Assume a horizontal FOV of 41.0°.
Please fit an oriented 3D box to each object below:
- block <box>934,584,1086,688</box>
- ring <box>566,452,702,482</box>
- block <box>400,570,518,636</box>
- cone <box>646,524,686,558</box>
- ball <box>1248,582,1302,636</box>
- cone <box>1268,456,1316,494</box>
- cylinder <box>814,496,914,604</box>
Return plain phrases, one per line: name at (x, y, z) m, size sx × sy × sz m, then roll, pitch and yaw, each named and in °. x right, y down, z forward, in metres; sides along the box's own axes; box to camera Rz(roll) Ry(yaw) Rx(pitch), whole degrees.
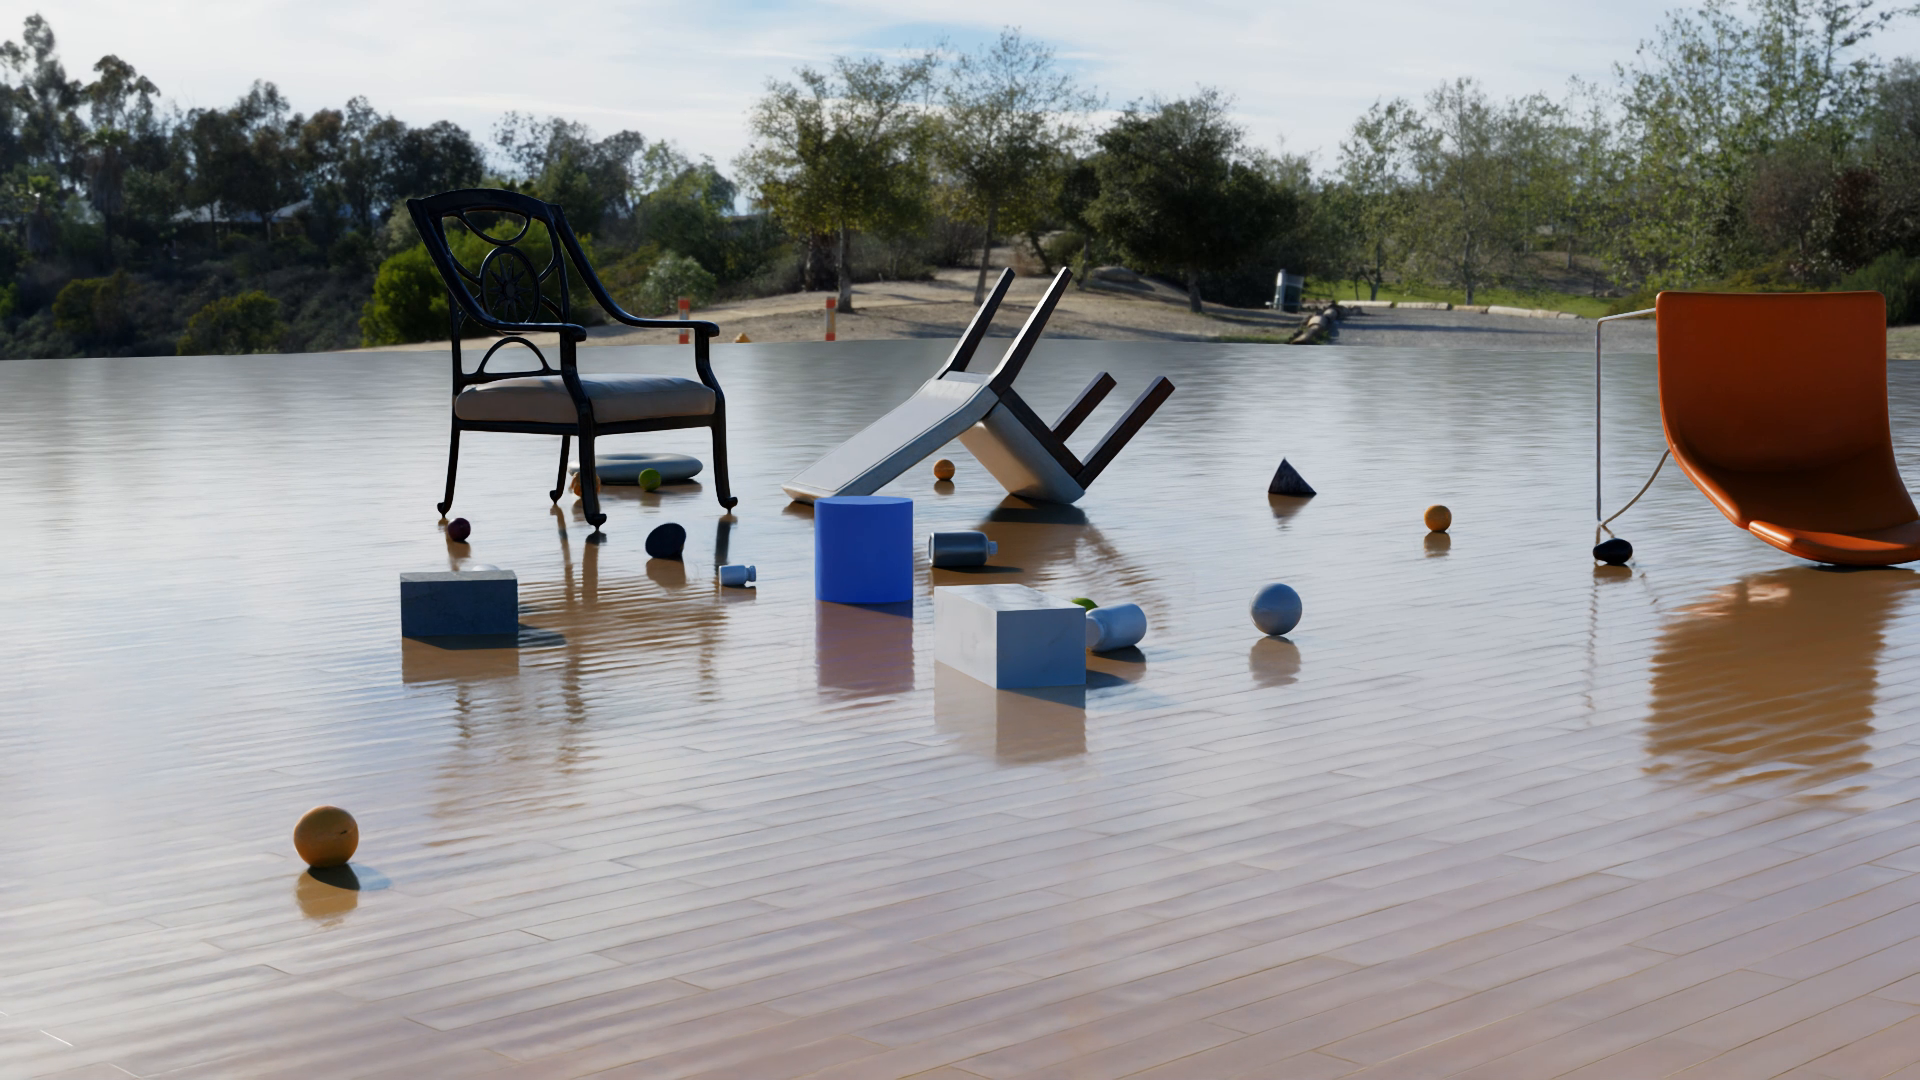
block at (0.079, 0.157, 4.279) m, size 0.152 × 0.126 × 0.340 m, roll -2°, pitch 6°, yaw -18°
ring at (-1.056, -0.235, 8.341) m, size 0.451 × 0.073 × 0.417 m, roll -6°, pitch 9°, yaw -42°
block at (-0.936, 0.117, 4.791) m, size 0.211 × 0.100 × 0.155 m, roll -1°, pitch 6°, yaw -13°
cone at (-0.675, 0.017, 6.053) m, size 0.109 × 0.085 × 0.086 m, roll -18°, pitch -28°, yaw 16°
ball at (0.578, 0.126, 4.705) m, size 0.099 × 0.099 × 0.099 m, roll 0°, pitch 6°, yaw 0°
cone at (1.022, -0.169, 7.783) m, size 0.136 × 0.120 × 0.144 m, roll 25°, pitch 16°, yaw 10°
cylinder at (-0.197, 0.018, 5.258) m, size 0.204 × 0.201 × 0.196 m, roll 3°, pitch 7°, yaw 30°
